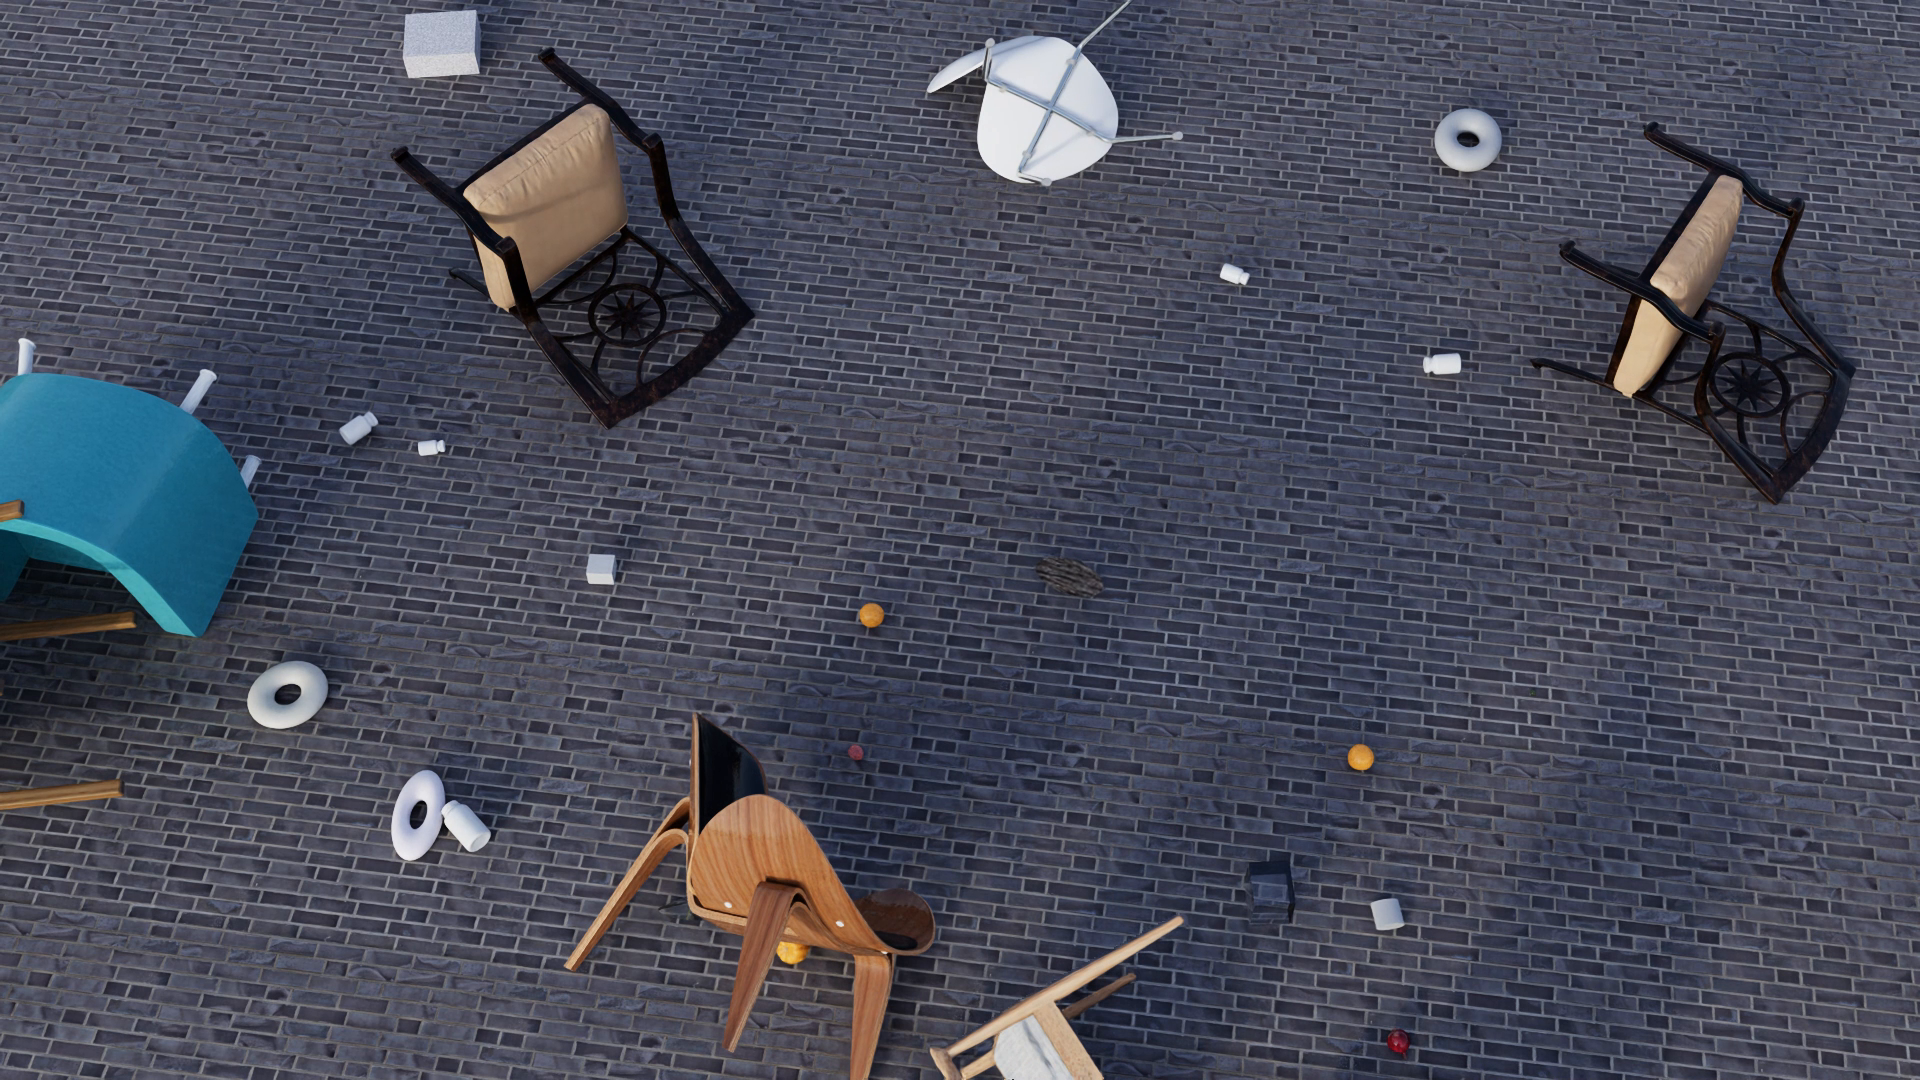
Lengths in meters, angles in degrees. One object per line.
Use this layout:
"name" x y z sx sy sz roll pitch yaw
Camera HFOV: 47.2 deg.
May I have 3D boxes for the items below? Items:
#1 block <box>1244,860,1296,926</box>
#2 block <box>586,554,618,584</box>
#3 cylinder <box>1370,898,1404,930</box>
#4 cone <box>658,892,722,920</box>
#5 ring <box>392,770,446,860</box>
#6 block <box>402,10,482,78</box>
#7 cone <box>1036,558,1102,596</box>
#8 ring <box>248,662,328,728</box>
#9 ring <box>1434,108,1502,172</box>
"block" 0.825 0.942 5.863 0.108 0.131 0.125 -2 56 -2
"block" -1.056 0.086 6.482 0.075 0.056 0.068 2 56 2
"cylinder" 1.143 1.001 5.879 0.076 0.039 0.071 -7 56 -2
"cone" -0.718 0.973 5.904 0.173 0.060 0.075 3 34 3
"ring" -1.486 0.754 6.036 0.138 0.054 0.274 3 56 1
"block" -1.806 -1.732 7.677 0.244 0.098 0.212 -4 56 -3
"cone" 0.336 0.084 6.487 0.208 0.115 0.111 19 31 9
"ring" -1.911 0.439 6.252 0.230 0.046 0.211 -28 61 -16
"ring" 1.719 -1.354 7.441 0.225 0.070 0.279 13 56 9
